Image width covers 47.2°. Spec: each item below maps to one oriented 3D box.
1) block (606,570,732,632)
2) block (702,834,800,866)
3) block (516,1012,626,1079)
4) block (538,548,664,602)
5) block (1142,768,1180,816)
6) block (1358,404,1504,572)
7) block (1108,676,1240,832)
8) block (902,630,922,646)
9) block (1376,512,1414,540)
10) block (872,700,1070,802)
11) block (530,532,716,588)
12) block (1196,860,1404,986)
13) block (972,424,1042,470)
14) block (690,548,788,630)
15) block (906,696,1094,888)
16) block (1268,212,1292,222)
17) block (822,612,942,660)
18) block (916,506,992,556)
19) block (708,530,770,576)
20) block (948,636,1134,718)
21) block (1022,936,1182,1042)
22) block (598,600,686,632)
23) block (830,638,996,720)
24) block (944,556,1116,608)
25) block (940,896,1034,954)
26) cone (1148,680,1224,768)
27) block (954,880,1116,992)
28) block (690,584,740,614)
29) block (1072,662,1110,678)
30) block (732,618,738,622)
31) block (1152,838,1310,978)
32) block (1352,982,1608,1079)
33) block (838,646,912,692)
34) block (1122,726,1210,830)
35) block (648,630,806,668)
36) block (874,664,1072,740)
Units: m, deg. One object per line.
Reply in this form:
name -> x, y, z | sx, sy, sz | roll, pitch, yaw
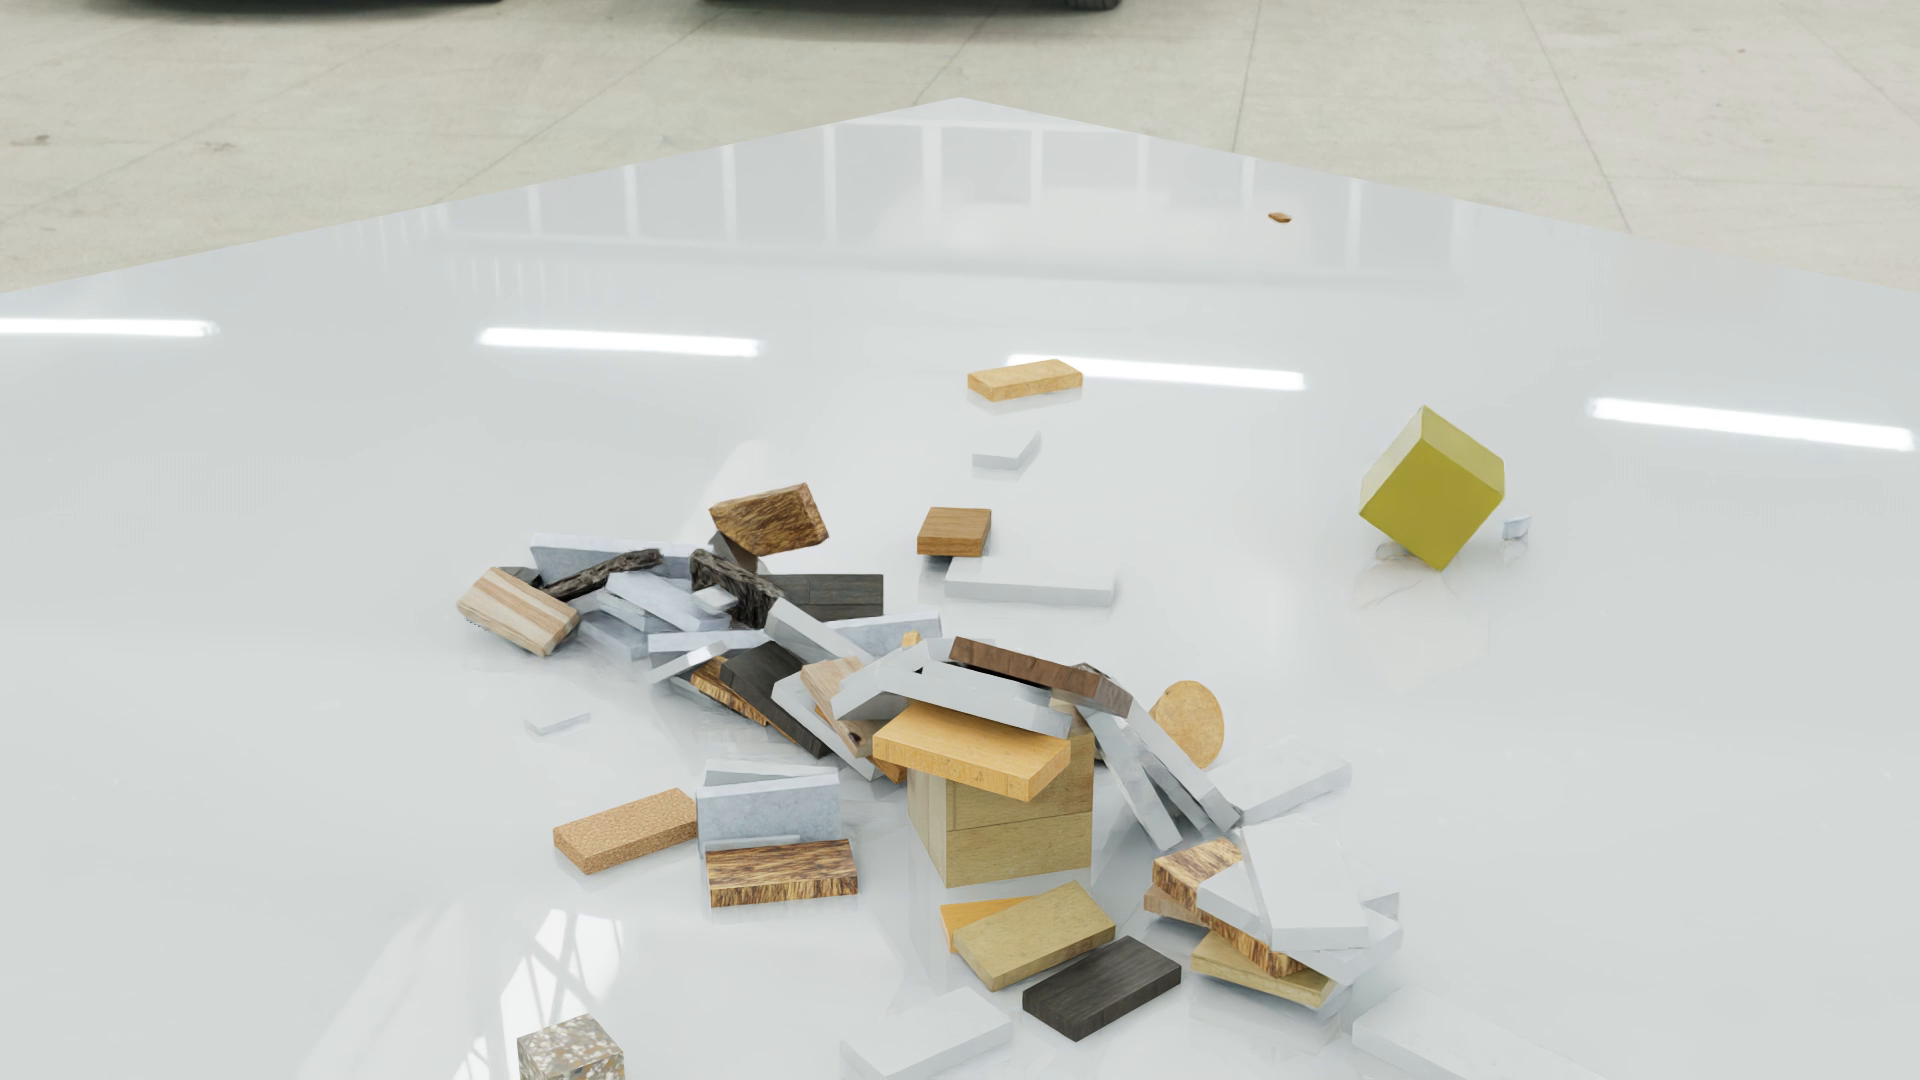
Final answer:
block -> -0.675, 0.144, 5.096 | 0.268, 0.038, 0.134 | 26, 14, 23
block -> -0.405, 0.603, 4.278 | 0.189, 0.048, 0.014 | -3, 23, -7
block -> -0.626, 0.868, 3.551 | 0.128, 0.128, 0.128 | -15, 27, -31
block -> -0.883, 0.096, 5.246 | 0.337, 0.038, 0.134 | -21, -5, 24
block -> 0.389, 0.499, 4.488 | 0.022, 0.078, 0.156 | -41, 30, -1
block -> 1.206, -0.135, 5.622 | 0.258, 0.258, 0.258 | 35, 26, -3
block -> 0.419, 0.429, 4.431 | 0.045, 0.159, 0.352 | -42, 51, -1
block -> -0.097, 0.316, 4.775 | 0.031, 0.111, 0.221 | -11, 43, 15
block -> 1.138, -0.036, 5.754 | 0.101, 0.014, 0.050 | 41, 14, 24
block -> 0.021, 0.385, 4.048 | 0.326, 0.046, 0.163 | 13, 27, 27
block -> -0.820, 0.061, 5.420 | 0.458, 0.151, 0.043 | 4, 51, 10
block -> 0.593, 0.659, 3.853 | 0.163, 0.046, 0.326 | -21, 31, -40
block -> 0.136, -0.270, 6.350 | 0.132, 0.037, 0.265 | 7, 24, 16
block -> -0.513, 0.128, 5.123 | 0.265, 0.132, 0.037 | 25, 46, 25
block -> 0.074, 0.460, 4.303 | 0.292, 0.292, 0.292 | -6, 24, -15
block -> 1.275, -1.288, 8.777 | 0.050, 0.014, 0.101 | -9, 25, -21
block -> -0.187, 0.250, 4.936 | 0.297, 0.149, 0.042 | -6, 19, 3
block -> -0.013, -0.023, 5.696 | 0.162, 0.046, 0.324 | 2, 15, 5
block -> -0.515, 0.087, 5.385 | 0.151, 0.043, 0.302 | 37, 6, -29
block -> 0.153, 0.259, 4.151 | 0.318, 0.045, 0.159 | 14, -11, 31
block -> 0.250, 0.785, 3.862 | 0.263, 0.037, 0.131 | -19, 30, -38
block -> -0.749, 0.170, 5.193 | 0.117, 0.033, 0.235 | 1, 13, -37
block -> -0.093, 0.281, 4.403 | 0.167, 0.047, 0.355 | 2, -24, -37
block -> 0.176, 0.101, 5.465 | 0.410, 0.046, 0.162 | 3, 23, 8
block -> 0.087, 0.706, 4.057 | 0.234, 0.032, 0.112 | -4, 23, -10
cone -> 0.429, 0.403, 4.701 | 0.191, 0.191, 0.191 | -18, 2, -36
block -> 0.135, 0.713, 3.970 | 0.263, 0.037, 0.131 | -18, 41, -26
block -> -0.563, 0.136, 5.047 | 0.063, 0.018, 0.127 | 33, 18, 14
block -> 0.199, 0.334, 4.862 | 0.273, 0.029, 0.102 | -14, 27, -32
block -> -0.549, 0.179, 5.317 | 0.127, 0.018, 0.063 | -1, 23, -2
block -> 0.521, 0.659, 3.971 | 0.163, 0.046, 0.368 | -13, 26, -28
block -> 0.935, 0.897, 3.588 | 0.163, 0.046, 0.601 | -21, 31, -41
block -> -0.134, 0.268, 4.495 | 0.111, 0.031, 0.278 | 0, -18, -31
block -> 0.405, 0.473, 4.377 | 0.032, 0.224, 0.112 | -41, 18, 1
block -> -0.495, 0.245, 5.021 | 0.419, 0.042, 0.149 | -2, -16, -5
block -> 0.025, 0.304, 4.136 | 0.335, 0.047, 0.167 | 13, -5, 28
